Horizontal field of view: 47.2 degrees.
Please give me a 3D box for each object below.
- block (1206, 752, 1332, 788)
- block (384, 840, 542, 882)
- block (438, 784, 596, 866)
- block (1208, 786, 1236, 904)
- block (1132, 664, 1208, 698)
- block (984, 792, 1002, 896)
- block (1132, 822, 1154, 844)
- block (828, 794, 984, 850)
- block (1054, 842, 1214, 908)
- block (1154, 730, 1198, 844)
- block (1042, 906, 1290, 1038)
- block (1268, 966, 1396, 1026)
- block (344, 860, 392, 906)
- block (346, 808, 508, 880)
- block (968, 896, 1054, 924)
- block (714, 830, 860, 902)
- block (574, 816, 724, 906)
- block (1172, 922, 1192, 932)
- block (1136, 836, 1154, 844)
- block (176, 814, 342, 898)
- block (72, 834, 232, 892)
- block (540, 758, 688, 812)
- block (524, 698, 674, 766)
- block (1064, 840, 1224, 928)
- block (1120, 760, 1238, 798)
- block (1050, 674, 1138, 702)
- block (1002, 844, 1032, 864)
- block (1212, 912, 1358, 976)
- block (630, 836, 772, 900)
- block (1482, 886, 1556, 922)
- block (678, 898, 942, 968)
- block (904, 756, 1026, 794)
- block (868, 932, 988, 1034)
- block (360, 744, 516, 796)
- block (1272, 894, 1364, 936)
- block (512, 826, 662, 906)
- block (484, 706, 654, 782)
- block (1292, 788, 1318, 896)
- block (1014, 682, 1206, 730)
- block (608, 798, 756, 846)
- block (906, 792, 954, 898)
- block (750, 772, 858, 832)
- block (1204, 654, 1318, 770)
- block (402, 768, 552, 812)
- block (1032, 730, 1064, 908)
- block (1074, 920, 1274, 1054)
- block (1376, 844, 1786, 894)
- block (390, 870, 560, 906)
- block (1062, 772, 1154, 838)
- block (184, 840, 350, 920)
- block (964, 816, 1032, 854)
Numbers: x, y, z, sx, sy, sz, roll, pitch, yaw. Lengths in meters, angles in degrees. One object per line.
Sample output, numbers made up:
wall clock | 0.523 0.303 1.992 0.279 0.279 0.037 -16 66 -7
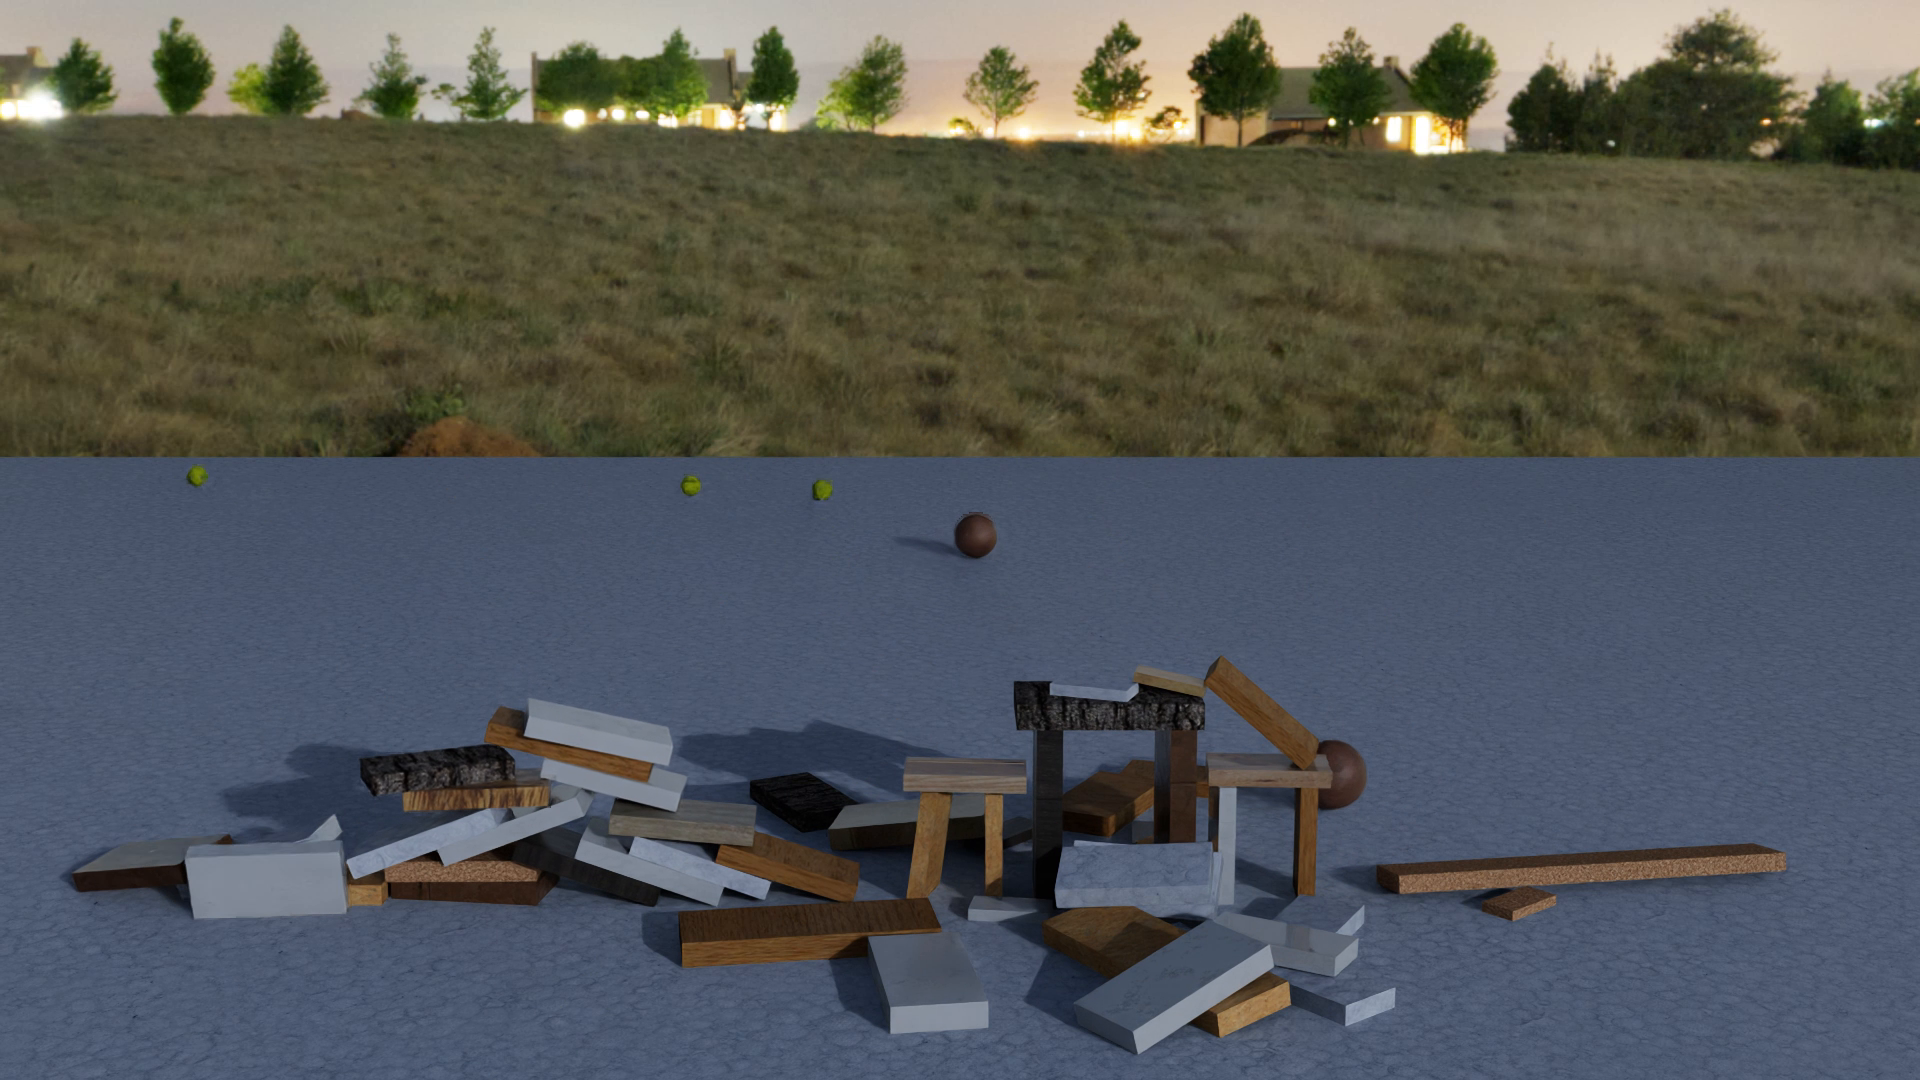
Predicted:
block | 0.508 0.380 3.632 0.199 0.028 0.099 1 11 3
block | -0.823 0.534 3.679 0.248 0.035 0.124 0 11 -1
block | -0.733 0.464 3.639 0.246 0.035 0.123 -20 10 3
block | 0.434 0.493 3.647 0.028 0.199 0.099 0 11 -3
block | 0.347 0.232 3.614 0.119 0.017 0.059 12 11 9
block | 0.056 0.491 3.655 0.028 0.199 0.099 0 11 0
block | 0.339 0.532 3.935 0.063 0.018 0.126 1 11 4
block | -0.082 0.502 3.926 0.280 0.040 0.140 -6 9 10
block | 0.278 0.531 3.491 0.242 0.034 0.121 -4 25 11
block | 0.356 0.440 3.648 0.043 0.302 0.151 -1 11 -5
block | 0.301 0.631 3.291 0.131 0.037 0.432 -17 18 -30
block | 0.521 0.654 3.238 0.108 0.031 0.216 -9 14 -39
block | -1.072 0.572 3.670 0.245 0.035 0.122 0 11 0
block | -0.875 0.482 3.622 0.248 0.035 0.124 -20 10 1
block | 0.083 0.600 3.566 0.131 0.019 0.066 2 11 9
block | -0.285 0.538 3.662 0.235 0.033 0.117 18 10 -4
block | -0.509 0.533 3.655 0.246 0.035 0.123 19 10 -4
block | 0.345 0.627 3.392 0.063 0.018 0.133 -14 15 -20
block | 0.365 0.544 3.815 0.059 0.017 0.119 -13 23 -32
block | -1.171 0.527 3.675 0.245 0.035 0.122 -18 10 7
block | -1.346 0.539 3.670 0.245 0.035 0.122 -8 14 27
block | -0.574 0.394 3.662 0.230 0.033 0.115 15 8 -3
block | -0.601 0.318 3.651 0.240 0.034 0.120 14 8 -14
block | 0.296 0.556 3.547 0.242 0.121 0.034 3 -33 15
block | 0.425 0.464 4.264 0.214 0.030 0.107 4 11 18
block | 0.220 0.242 3.598 0.131 0.019 0.066 4 11 21
block | 0.071 0.542 3.881 0.063 0.018 0.126 -6 12 -30
block | 0.480 0.608 3.313 0.214 0.030 0.107 7 10 27
block | -0.426 0.527 3.657 0.235 0.033 0.117 20 10 -4
block | 0.916 0.594 3.599 0.119 0.017 0.059 -9 14 -40
block | -0.237 0.613 3.439 0.398 0.040 0.140 -2 11 -9
block | 0.009 0.385 3.601 0.199 0.028 0.099 1 11 1
block | -0.051 0.649 3.241 0.140 0.040 0.280 -2 11 -9
block | -0.857 0.375 3.605 0.229 0.033 0.115 -5 11 -24
block | 0.551 0.613 3.461 0.108 0.031 0.216 6 12 27
block | -0.611 0.534 3.653 0.246 0.035 0.123 19 10 -4
block | -0.645 0.340 3.665 0.274 0.034 0.120 15 8 -5
block | 0.573 0.492 3.649 0.028 0.199 0.099 1 11 4
block | 0.242 0.271 3.610 0.302 0.043 0.151 0 11 0
block | -0.457 0.463 3.645 0.235 0.033 0.117 5 10 -4
block | -0.048 0.491 3.653 0.028 0.199 0.099 12 13 14
block | -0.290 0.490 4.116 0.121 0.034 0.242 -6 12 -28
block | 0.498 0.284 3.632 0.216 0.031 0.108 41 15 2
block | -0.789 0.408 3.605 0.229 0.033 0.115 -1 10 -8
block | 0.145 0.441 3.644 0.043 0.302 0.151 0 11 0
block | 0.306 0.634 3.137 0.263 0.037 0.131 -25 21 -30
block | 1.053 0.555 3.726 0.688 0.030 0.107 -2 1 -10
block | -0.811 0.569 3.685 0.248 0.035 0.124 1 11 8
block | 0.269 0.491 4.102 0.131 0.037 0.263 5 12 26
block | -1.116 0.549 3.549 0.240 0.120 0.034 -1 26 -6
block | 0.078 0.521 3.874 0.131 0.019 0.066 -15 17 -37
